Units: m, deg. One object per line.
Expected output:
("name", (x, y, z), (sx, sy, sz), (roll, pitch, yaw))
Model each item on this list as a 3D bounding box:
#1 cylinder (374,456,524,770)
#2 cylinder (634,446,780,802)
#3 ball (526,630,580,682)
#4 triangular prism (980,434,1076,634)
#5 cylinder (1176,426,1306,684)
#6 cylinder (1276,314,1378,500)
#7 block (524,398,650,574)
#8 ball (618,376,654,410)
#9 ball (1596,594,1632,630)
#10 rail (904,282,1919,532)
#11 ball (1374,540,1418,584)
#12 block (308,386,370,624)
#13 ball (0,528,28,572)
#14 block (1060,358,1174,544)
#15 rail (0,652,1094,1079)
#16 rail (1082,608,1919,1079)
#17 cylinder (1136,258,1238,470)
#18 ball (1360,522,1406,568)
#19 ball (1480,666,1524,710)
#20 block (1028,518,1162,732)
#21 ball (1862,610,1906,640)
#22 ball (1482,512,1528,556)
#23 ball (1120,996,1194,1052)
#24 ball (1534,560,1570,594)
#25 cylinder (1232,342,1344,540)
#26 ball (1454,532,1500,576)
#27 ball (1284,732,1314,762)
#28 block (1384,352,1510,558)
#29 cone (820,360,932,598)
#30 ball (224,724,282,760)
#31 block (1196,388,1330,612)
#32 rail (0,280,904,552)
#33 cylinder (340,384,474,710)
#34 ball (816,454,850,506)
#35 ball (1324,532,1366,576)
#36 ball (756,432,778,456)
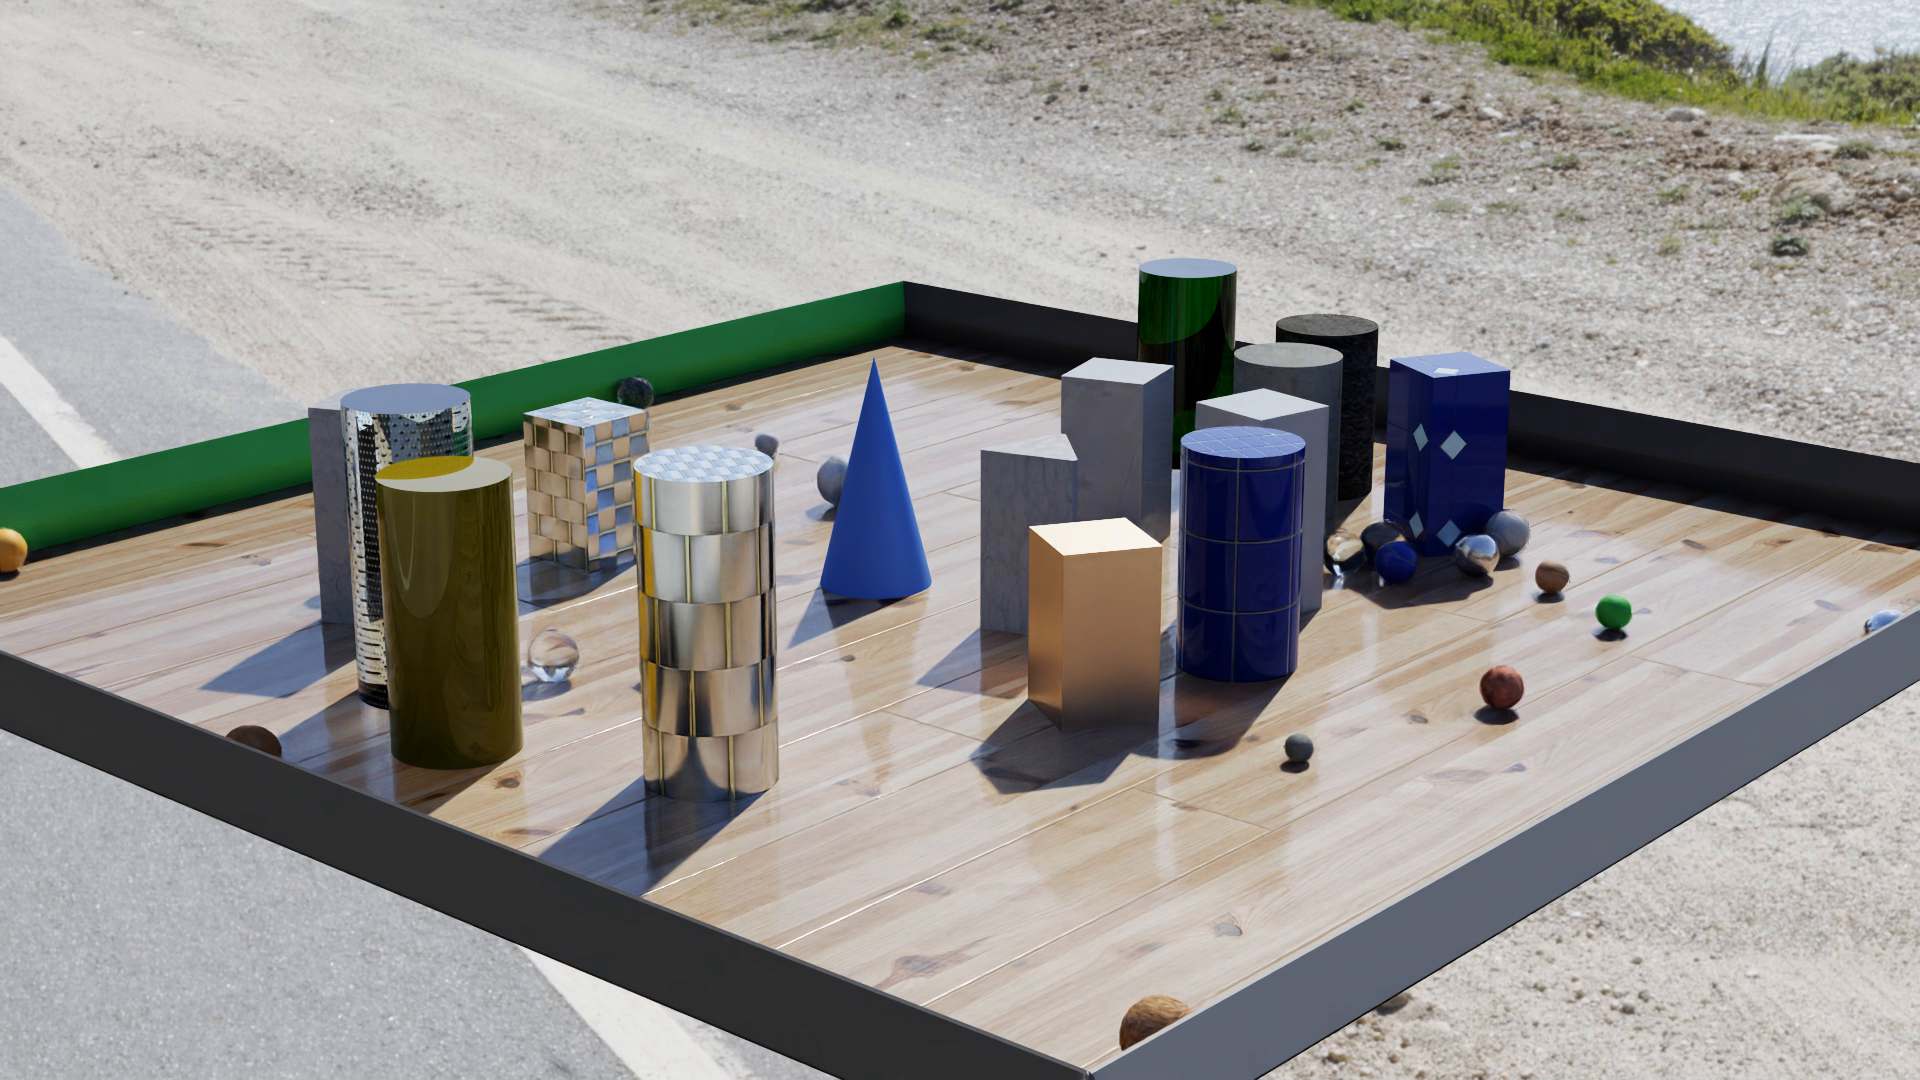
("cylinder", (-0.757, 0.107, 4.361), (0.199, 0.426, 0.199), (0, 17, 0))
("cylinder", (-0.364, 0.119, 4.232), (0.199, 0.477, 0.199), (0, 17, 0))
("ball", (-0.651, 0.186, 4.690), (0.085, 0.085, 0.085), (0, 17, 0))
("triangular prism", (0.143, -0.011, 4.950), (0.172, 0.312, 0.149), (8, 18, 24))
("cylinder", (0.452, 0.022, 4.734), (0.199, 0.374, 0.199), (0, 17, 0))
("cylinder", (0.715, -0.262, 5.753), (0.199, 0.329, 0.199), (0, 17, 0))
("block", (-0.674, -0.101, 5.322), (0.159, 0.270, 0.159), (14, 21, 38))
("ball", (-0.704, -0.316, 6.368), (0.078, 0.078, 0.078), (0, 17, 0))
("ball", (1.103, 0.122, 4.946), (0.060, 0.060, 0.060), (0, 17, 0))
("rail", (0.950, -0.283, 6.167), (2.920, 0.129, 0.045), (14, 22, 39))
("ball", (0.773, 0.039, 5.194), (0.076, 0.076, 0.076), (0, 17, 0))
("block", (-0.988, -0.057, 4.992), (0.159, 0.375, 0.159), (5, 17, 16))
("ball", (-1.713, 0.019, 5.254), (0.080, 0.080, 0.080), (0, 17, 0))
("block", (0.289, -0.154, 5.403), (0.159, 0.325, 0.159), (7, 18, 23))
("rail", (-0.950, 0.348, 4.072), (2.920, 0.129, 0.045), (14, 22, 39))
("rail", (1.084, 0.304, 4.218), (0.045, 0.129, 2.946), (14, 22, 39))
("cylinder", (0.459, -0.359, 5.962), (0.199, 0.395, 0.199), (0, 17, 0))
("ball", (0.758, 0.010, 5.270), (0.087, 0.087, 0.087), (0, 17, 0))
("ball", (0.845, 0.230, 4.572), (0.069, 0.069, 0.069), (0, 17, 0))
("block", (0.207, 0.130, 4.534), (0.159, 0.283, 0.159), (-5, 18, -17))
("ball", (1.519, 0.155, 4.792), (0.085, 0.085, 0.085), (0, 17, 0))
("ball", (0.995, -0.011, 5.348), (0.083, 0.083, 0.083), (0, 17, 0))
("ball", (0.231, 0.573, 3.388), (0.094, 0.094, 0.094), (0, 17, 0))
("ball", (1.038, 0.063, 5.141), (0.060, 0.060, 0.060), (0, 17, 0))
("cylinder", (0.601, -0.172, 5.418), (0.199, 0.350, 0.199), (0, 17, 0))
("ball", (0.921, 0.026, 5.230), (0.080, 0.080, 0.080), (0, 17, 0))
("ball", (0.503, 0.308, 4.355), (0.044, 0.044, 0.044), (0, 17, 0))
("block", (0.894, -0.159, 5.398), (0.159, 0.337, 0.159), (-6, 18, -20))
("cone", (-0.149, -0.122, 5.149), (0.199, 0.411, 0.199), (0, 17, 0))
("ball", (-1.030, 0.314, 4.251), (0.093, 0.093, 0.093), (0, 17, 0))
("block", (0.513, -0.059, 5.029), (0.159, 0.359, 0.159), (-13, 21, -36))
("rail", (-1.084, -0.239, 6.021), (0.045, 0.129, 2.946), (14, 22, 39))
("cylinder", (-0.855, 0.010, 4.593), (0.199, 0.478, 0.199), (0, 17, 0))
("ball", (-0.227, -0.115, 5.664), (0.099, 0.099, 0.099), (0, 17, 0))
("ball", (0.684, 0.024, 5.235), (0.080, 0.080, 0.080), (0, 17, 0))
("ball", (-0.396, -0.197, 6.027), (0.047, 0.047, 0.047), (0, 17, 0))
